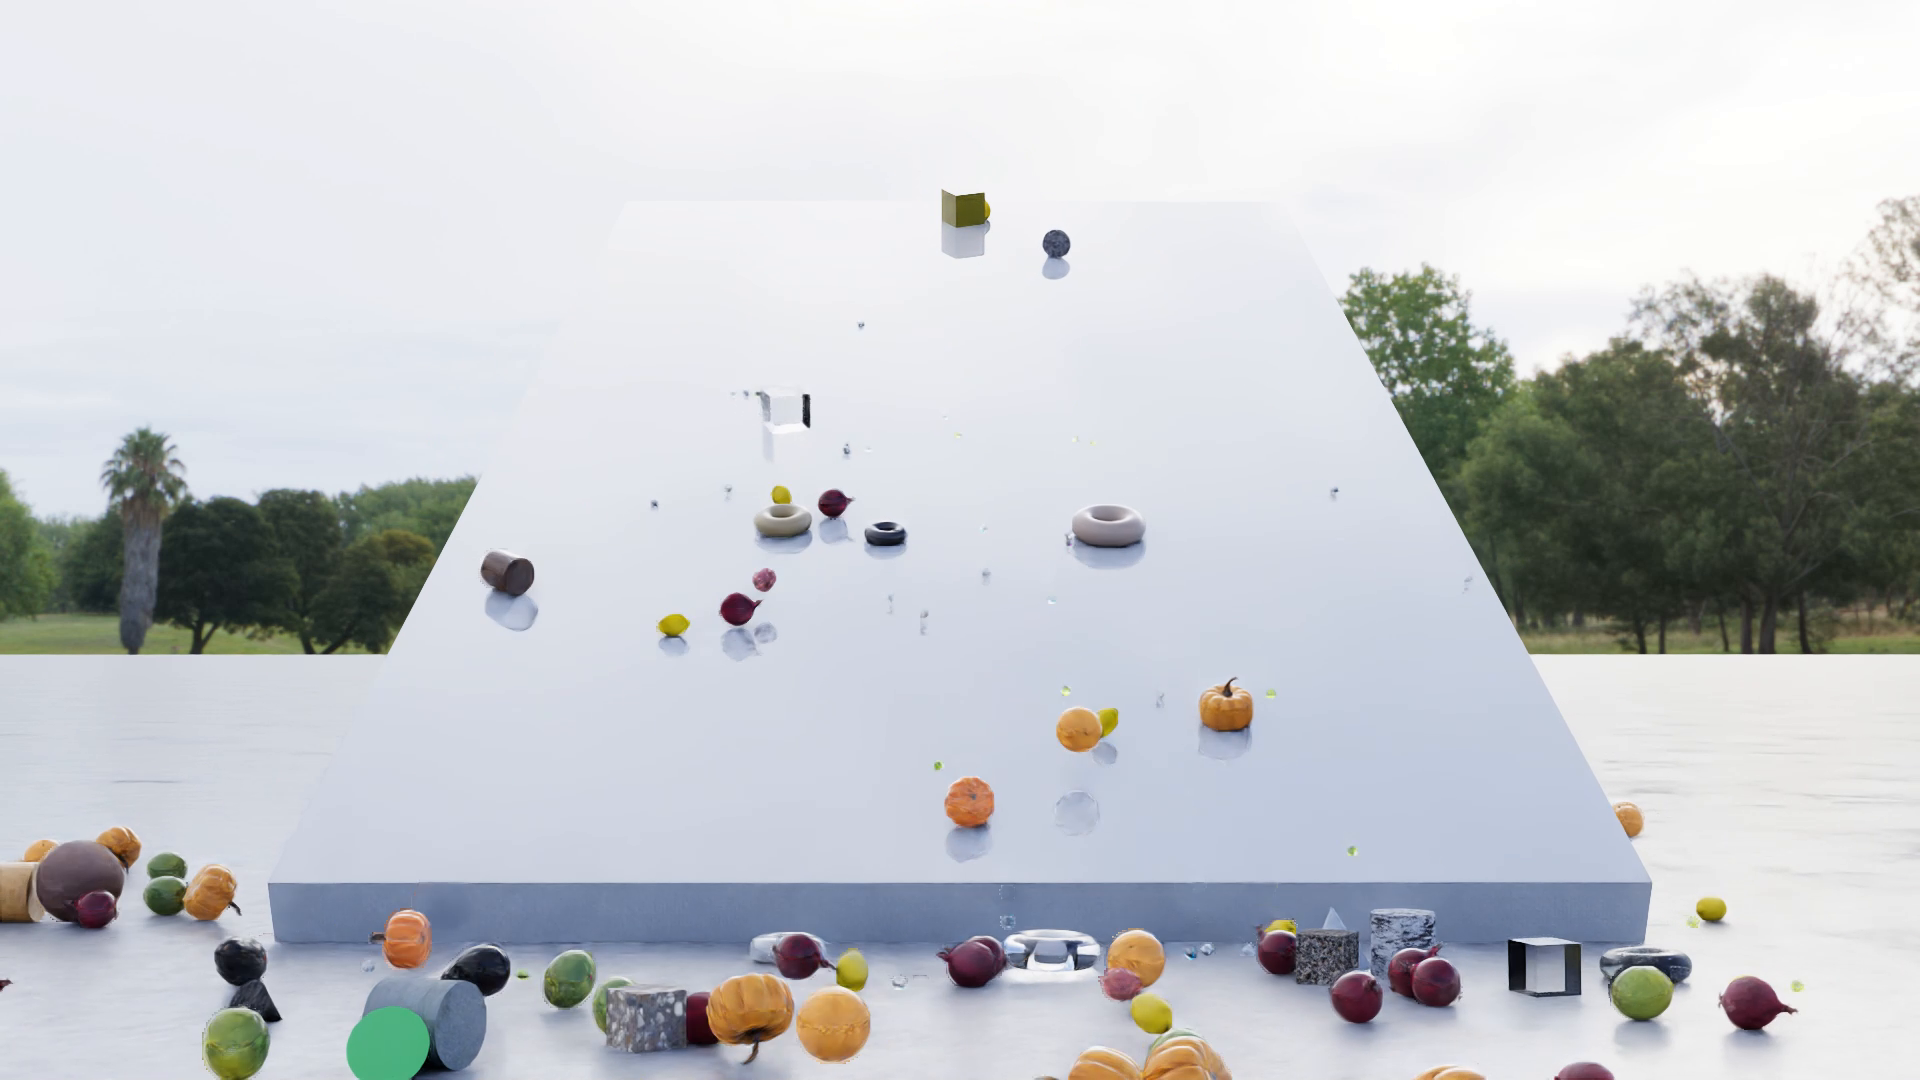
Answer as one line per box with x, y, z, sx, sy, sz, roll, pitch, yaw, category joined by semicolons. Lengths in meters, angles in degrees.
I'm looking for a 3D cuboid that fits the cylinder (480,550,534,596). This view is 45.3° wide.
-0.839;0.060;4.276;0.071;0.071;0.071;18;10;41;cylinder

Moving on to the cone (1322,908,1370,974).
0.492;0.520;3.020;0.084;0.084;0.084;-7;7;1;cone

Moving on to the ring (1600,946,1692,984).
0.886;0.549;2.975;0.116;0.039;0.116;-1;-3;0;ring

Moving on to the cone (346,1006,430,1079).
-0.563;0.519;2.303;0.082;0.082;0.082;0;-29;1;cone

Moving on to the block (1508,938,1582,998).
0.728;0.532;2.868;0.064;0.064;0.064;1;-3;-19;block

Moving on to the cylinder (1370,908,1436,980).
0.580;0.529;3.013;0.083;0.083;0.083;0;-3;0;cylinder

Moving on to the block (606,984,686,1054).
-0.338;0.515;2.481;0.061;0.061;0.061;2;-3;-39;block

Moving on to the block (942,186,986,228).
0.009;-0.981;6.772;0.096;0.096;0.096;-11;25;-25;block

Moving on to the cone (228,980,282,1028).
-0.795;0.540;2.635;0.057;0.057;0.057;-2;-30;32;cone

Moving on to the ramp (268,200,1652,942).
-0.007;-0.223;5.192;2.000;0.100;4.000;0;22;0;ramp

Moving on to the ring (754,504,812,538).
-0.350;-0.039;4.564;0.116;0.039;0.116;-1;23;0;ring

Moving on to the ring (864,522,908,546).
-0.146;-0.013;4.515;0.086;0.029;0.086;0;21;0;ring

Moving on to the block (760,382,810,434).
-0.387;-0.292;5.115;0.085;0.085;0.085;-9;24;-21;block

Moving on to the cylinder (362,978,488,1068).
-0.549;0.495;2.361;0.090;0.090;0.090;-4;-4;24;cylinder

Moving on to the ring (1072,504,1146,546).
0.293;-0.029;4.530;0.148;0.049;0.148;1;21;0;ring

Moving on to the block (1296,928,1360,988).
0.472;0.536;2.957;0.064;0.064;0.064;-1;-3;27;block

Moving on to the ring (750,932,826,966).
-0.235;0.560;3.154;0.106;0.035;0.106;1;-3;0;ring

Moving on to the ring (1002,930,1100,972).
0.122;0.553;3.103;0.134;0.045;0.134;1;-2;0;ring

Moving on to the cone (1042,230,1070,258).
0.264;-0.823;6.467;0.082;0.082;0.082;0;-4;-7;cone
